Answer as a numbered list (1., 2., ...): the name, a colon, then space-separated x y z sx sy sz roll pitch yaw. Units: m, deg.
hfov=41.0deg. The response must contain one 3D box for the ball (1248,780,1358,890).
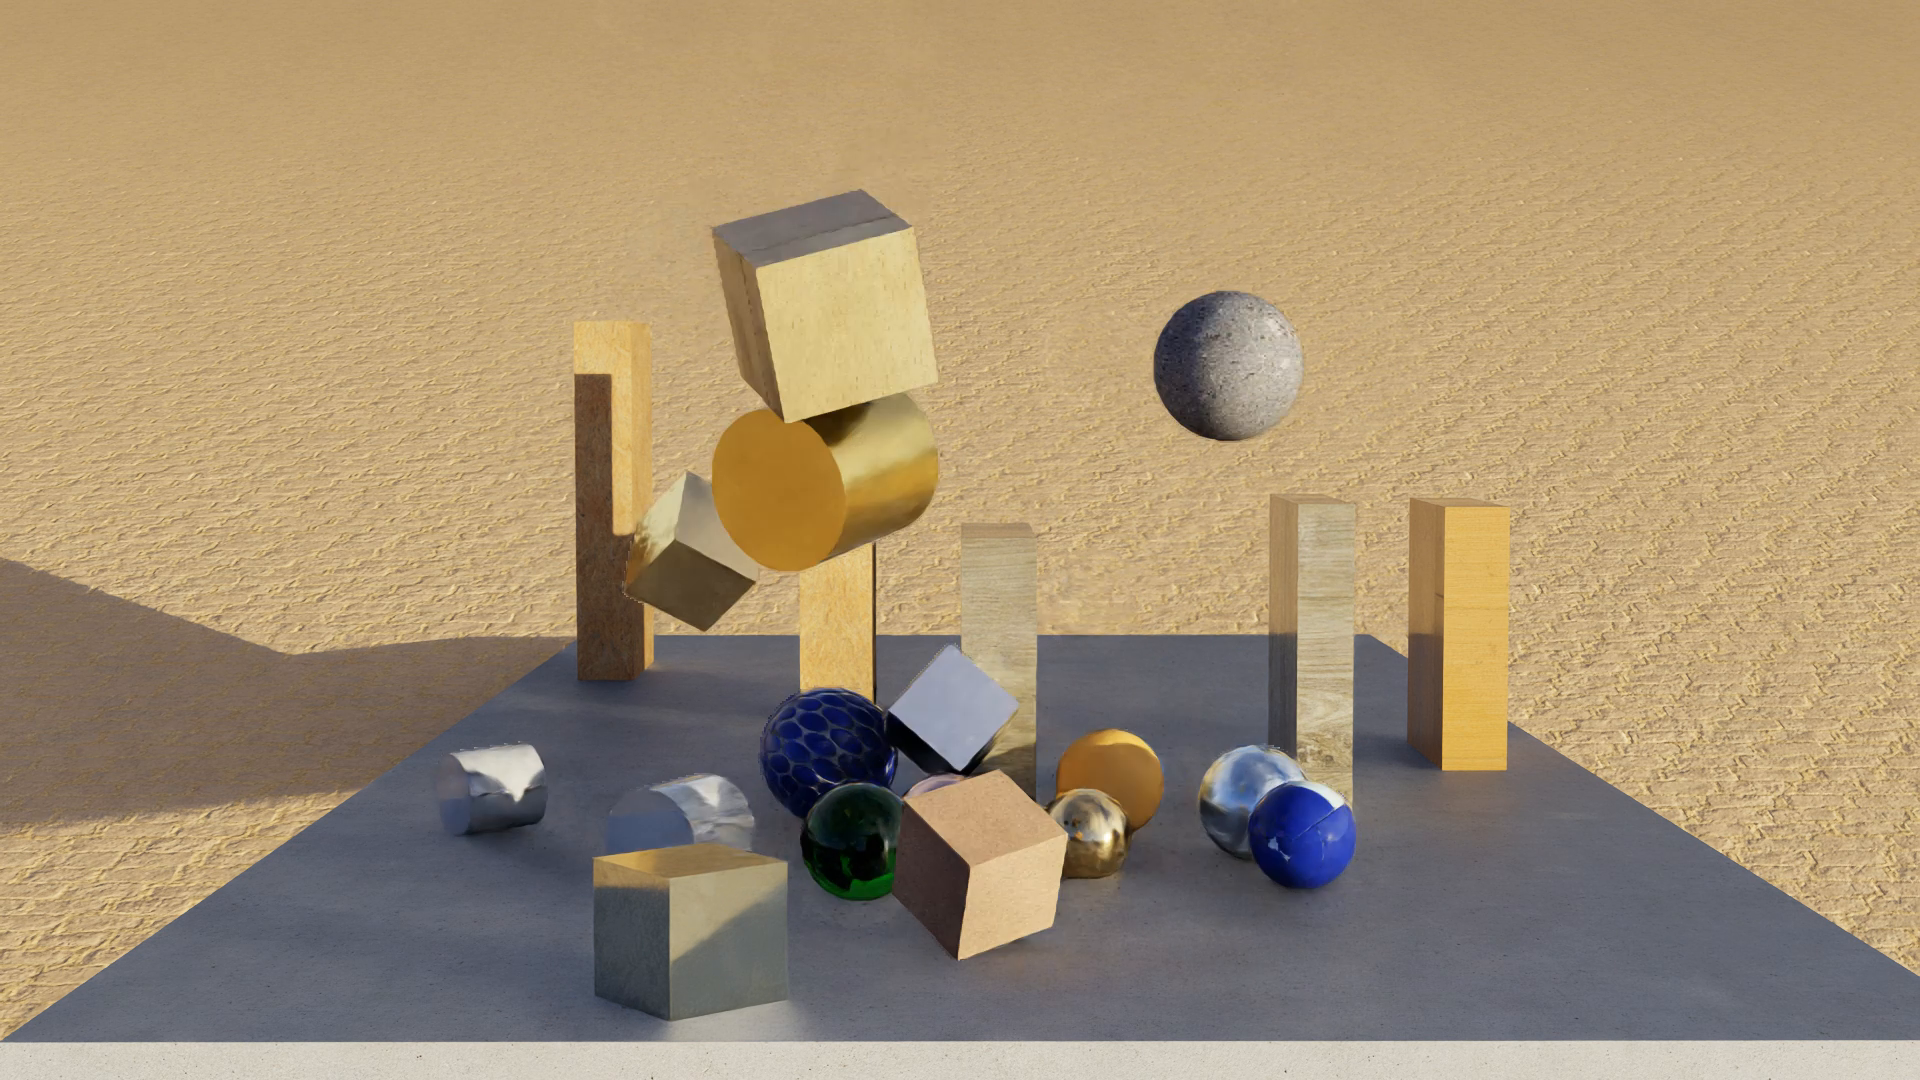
1. ball: 0.438 0.377 3.289 0.139 0.139 0.139 0 20 0

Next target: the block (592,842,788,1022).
1. block: -0.285 0.410 2.713 0.147 0.147 0.147 -3 5 -39

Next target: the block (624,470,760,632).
1. block: -0.311 0.014 3.023 0.113 0.113 0.113 29 41 -23

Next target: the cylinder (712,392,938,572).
1. cylinder: -0.146 -0.073 2.795 0.178 0.178 0.178 12 21 31

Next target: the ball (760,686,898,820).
1. ball: -0.191 0.316 3.769 0.202 0.202 0.202 0 20 0

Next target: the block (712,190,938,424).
1. block: -0.144 -0.250 2.718 0.171 0.171 0.171 -16 26 -15

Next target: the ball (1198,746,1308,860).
1. ball: 0.401 0.357 3.483 0.156 0.156 0.156 0 20 0

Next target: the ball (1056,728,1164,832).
1. ball: 0.213 0.346 3.656 0.155 0.155 0.155 0 20 0

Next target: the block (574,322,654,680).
1. block: -0.768 -0.094 5.714 0.122 0.774 0.367 0 4 0

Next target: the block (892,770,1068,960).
1. block: 0.021 0.369 2.931 0.134 0.134 0.134 -15 37 -32

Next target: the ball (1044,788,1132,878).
1. ball: 0.164 0.390 3.390 0.126 0.126 0.126 0 20 0

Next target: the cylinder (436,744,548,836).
1. cylinder: -0.675 0.359 3.700 0.118 0.118 0.118 -6 19 -35

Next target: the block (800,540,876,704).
1. block: -0.236 -0.016 4.990 0.137 0.708 0.267 0 4 0

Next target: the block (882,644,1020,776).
1. block: -0.013 0.251 3.577 0.129 0.129 0.129 40 72 9

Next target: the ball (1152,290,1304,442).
1. ball: 0.270 -0.175 2.587 0.151 0.151 0.151 0 20 0

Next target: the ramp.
1. ramp: 0.046 0.418 4.535 2.000 0.100 4.000 0 4 0

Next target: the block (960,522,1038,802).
1. block: 0.056 0.198 3.861 0.108 0.426 0.390 0 4 0

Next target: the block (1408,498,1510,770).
1. block: 0.857 0.154 4.431 0.107 0.439 0.333 0 4 0

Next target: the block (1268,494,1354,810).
1. block: 0.529 0.173 3.890 0.081 0.471 0.339 0 4 0

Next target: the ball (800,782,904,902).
1. ball: -0.125 0.377 3.212 0.149 0.149 0.149 0 20 0

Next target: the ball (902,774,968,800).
1. ball: -0.017 0.373 3.311 0.145 0.145 0.145 0 20 0
